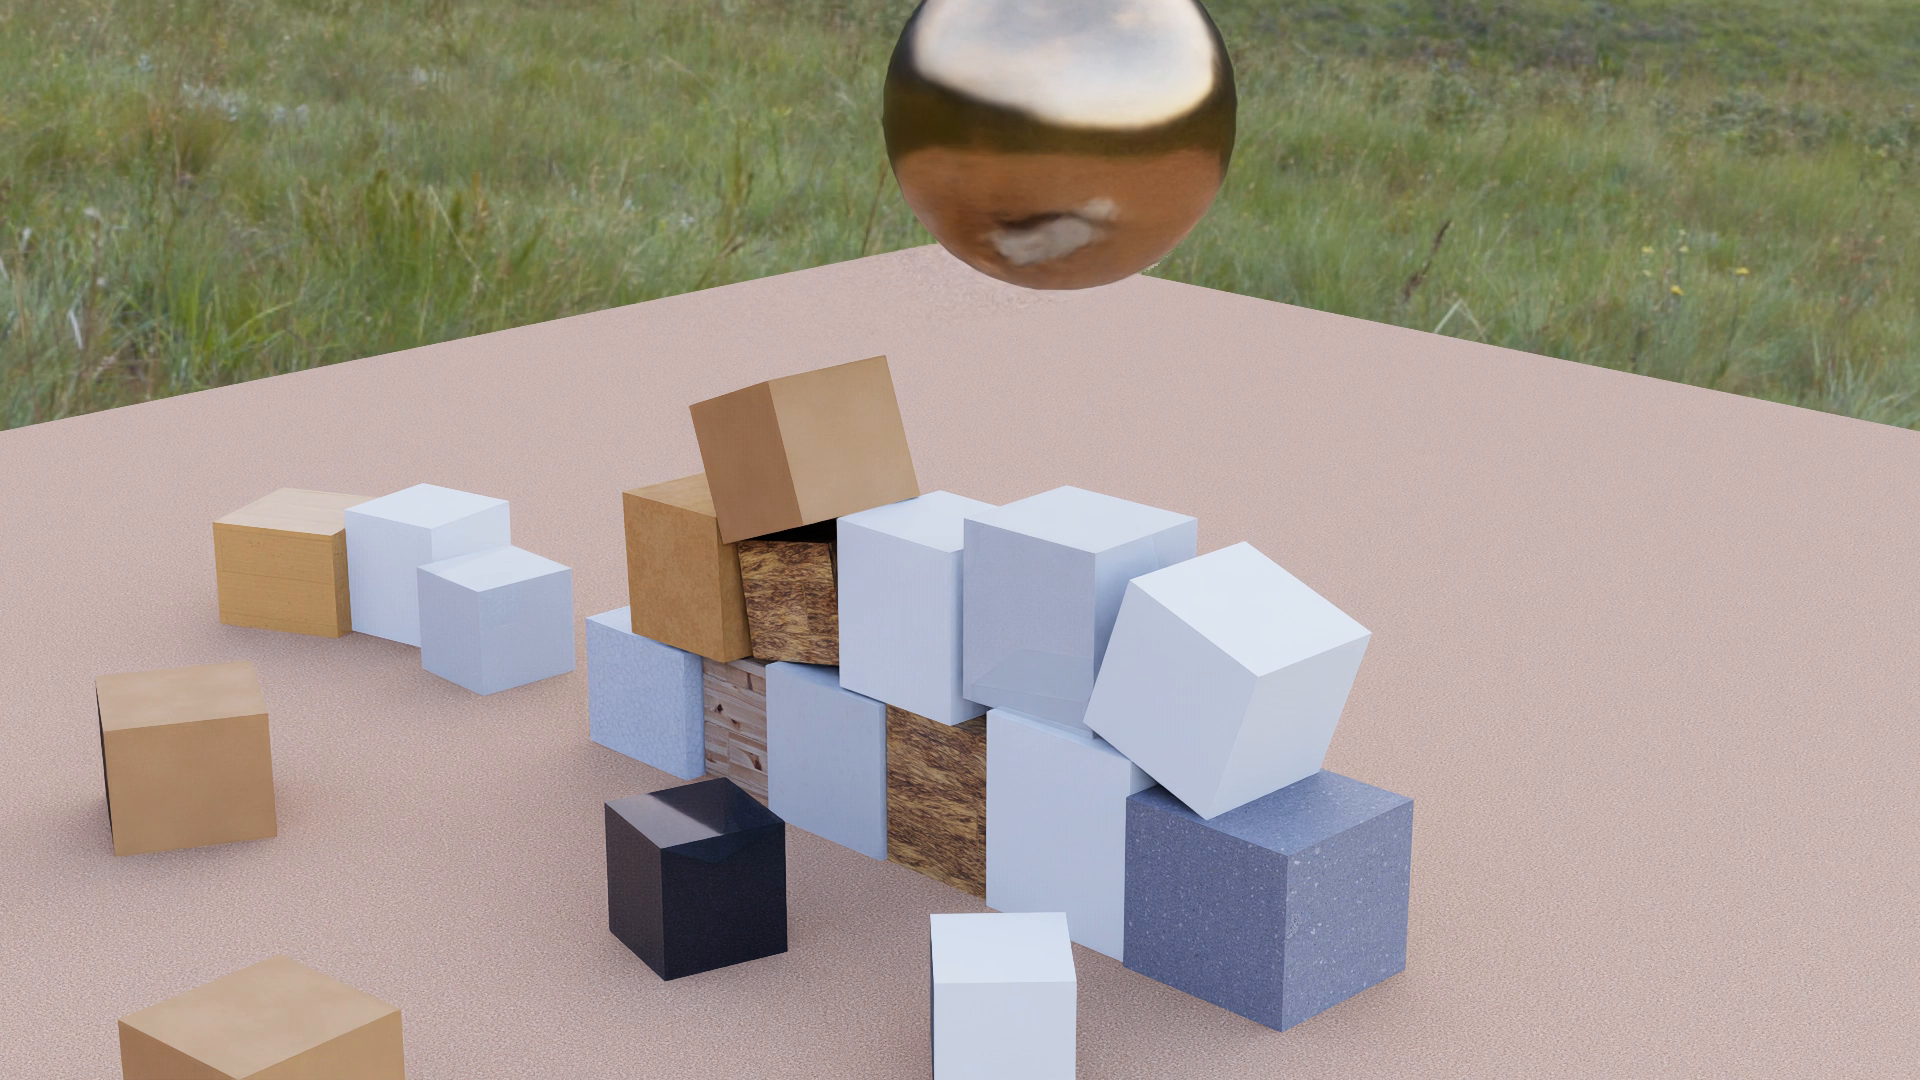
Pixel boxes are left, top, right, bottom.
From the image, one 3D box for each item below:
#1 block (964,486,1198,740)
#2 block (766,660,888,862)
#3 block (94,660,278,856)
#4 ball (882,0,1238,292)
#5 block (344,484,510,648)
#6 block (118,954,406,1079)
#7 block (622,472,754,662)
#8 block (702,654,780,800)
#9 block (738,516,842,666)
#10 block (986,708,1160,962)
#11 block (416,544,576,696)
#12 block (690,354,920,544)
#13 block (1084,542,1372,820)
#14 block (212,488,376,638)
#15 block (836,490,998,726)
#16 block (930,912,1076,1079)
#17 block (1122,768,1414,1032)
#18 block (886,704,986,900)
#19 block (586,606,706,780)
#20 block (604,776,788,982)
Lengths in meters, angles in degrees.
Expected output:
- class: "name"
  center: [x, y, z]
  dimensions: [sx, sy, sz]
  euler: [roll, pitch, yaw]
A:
- class: "block"
  center: [0.524, 0.303, 12.886]
  dimensions: [0.748, 0.836, 0.691]
  euler: [15, 23, 40]
- class: "block"
  center: [-0.372, 0.961, 14.012]
  dimensions: [0.773, 0.765, 0.782]
  euler: [-17, 24, -42]
- class: "block"
  center: [-3.706, 1.031, 14.021]
  dimensions: [0.742, 0.625, 0.778]
  euler: [-6, 18, -18]
- class: "ball"
  center: [0.448, -1.924, 13.207]
  dimensions: [1.600, 1.600, 1.600]
  euler: [0, 17, 0]
- class: "block"
  center: [-3.013, 0.146, 16.682]
  dimensions: [0.660, 0.718, 0.637]
  euler: [11, 21, 32]
- class: "block"
  center: [-2.529, 2.042, 10.693]
  dimensions: [0.712, 0.692, 0.713]
  euler: [14, 22, 38]
- class: "block"
  center: [-1.111, 0.098, 14.540]
  dimensions: [0.782, 0.726, 0.752]
  euler: [-15, 20, -40]
- class: "block"
  center: [-0.854, 0.849, 14.497]
  dimensions: [0.594, 0.687, 0.571]
  euler: [16, 24, 42]
- class: "block"
  center: [-0.593, 0.232, 14.005]
  dimensions: [0.581, 0.583, 0.663]
  euler: [-16, 13, -42]
- class: "block"
  center: [0.705, 1.197, 12.989]
  dimensions: [0.842, 0.928, 0.820]
  euler: [17, 24, 42]
- class: "block"
  center: [-2.530, 0.428, 16.005]
  dimensions: [0.604, 0.586, 0.594]
  euler: [-16, 23, -40]
- class: "block"
  center: [-0.735, -0.421, 13.787]
  dimensions: [0.654, 0.677, 0.760]
  euler: [-15, 2, -34]
- class: "block"
  center: [1.119, 0.579, 12.325]
  dimensions: [0.747, 0.735, 0.734]
  euler: [-17, 44, -43]
- class: "block"
  center: [-3.755, 0.123, 16.938]
  dimensions: [0.770, 0.609, 0.742]
  euler: [6, 18, 19]
- class: "block"
  center: [-0.067, 0.299, 13.442]
  dimensions: [0.654, 0.812, 0.740]
  euler: [-16, 23, -42]
- class: "block"
  center: [0.162, 1.851, 11.543]
  dimensions: [0.543, 0.546, 0.626]
  euler: [-1, 17, -2]
- class: "block"
  center: [1.299, 1.456, 12.410]
  dimensions: [0.834, 0.782, 0.869]
  euler: [-17, 24, -42]
- class: "block"
  center: [0.155, 1.109, 13.518]
  dimensions: [0.723, 0.779, 0.667]
  euler: [-17, 24, -42]
- class: "block"
  center: [-1.340, 0.710, 14.979]
  dimensions: [0.807, 0.664, 0.777]
  euler: [-16, 24, -42]
- class: "block"
  center: [-1.143, 1.458, 12.690]
  dimensions: [0.581, 0.610, 0.583]
  euler: [-10, 20, -29]
